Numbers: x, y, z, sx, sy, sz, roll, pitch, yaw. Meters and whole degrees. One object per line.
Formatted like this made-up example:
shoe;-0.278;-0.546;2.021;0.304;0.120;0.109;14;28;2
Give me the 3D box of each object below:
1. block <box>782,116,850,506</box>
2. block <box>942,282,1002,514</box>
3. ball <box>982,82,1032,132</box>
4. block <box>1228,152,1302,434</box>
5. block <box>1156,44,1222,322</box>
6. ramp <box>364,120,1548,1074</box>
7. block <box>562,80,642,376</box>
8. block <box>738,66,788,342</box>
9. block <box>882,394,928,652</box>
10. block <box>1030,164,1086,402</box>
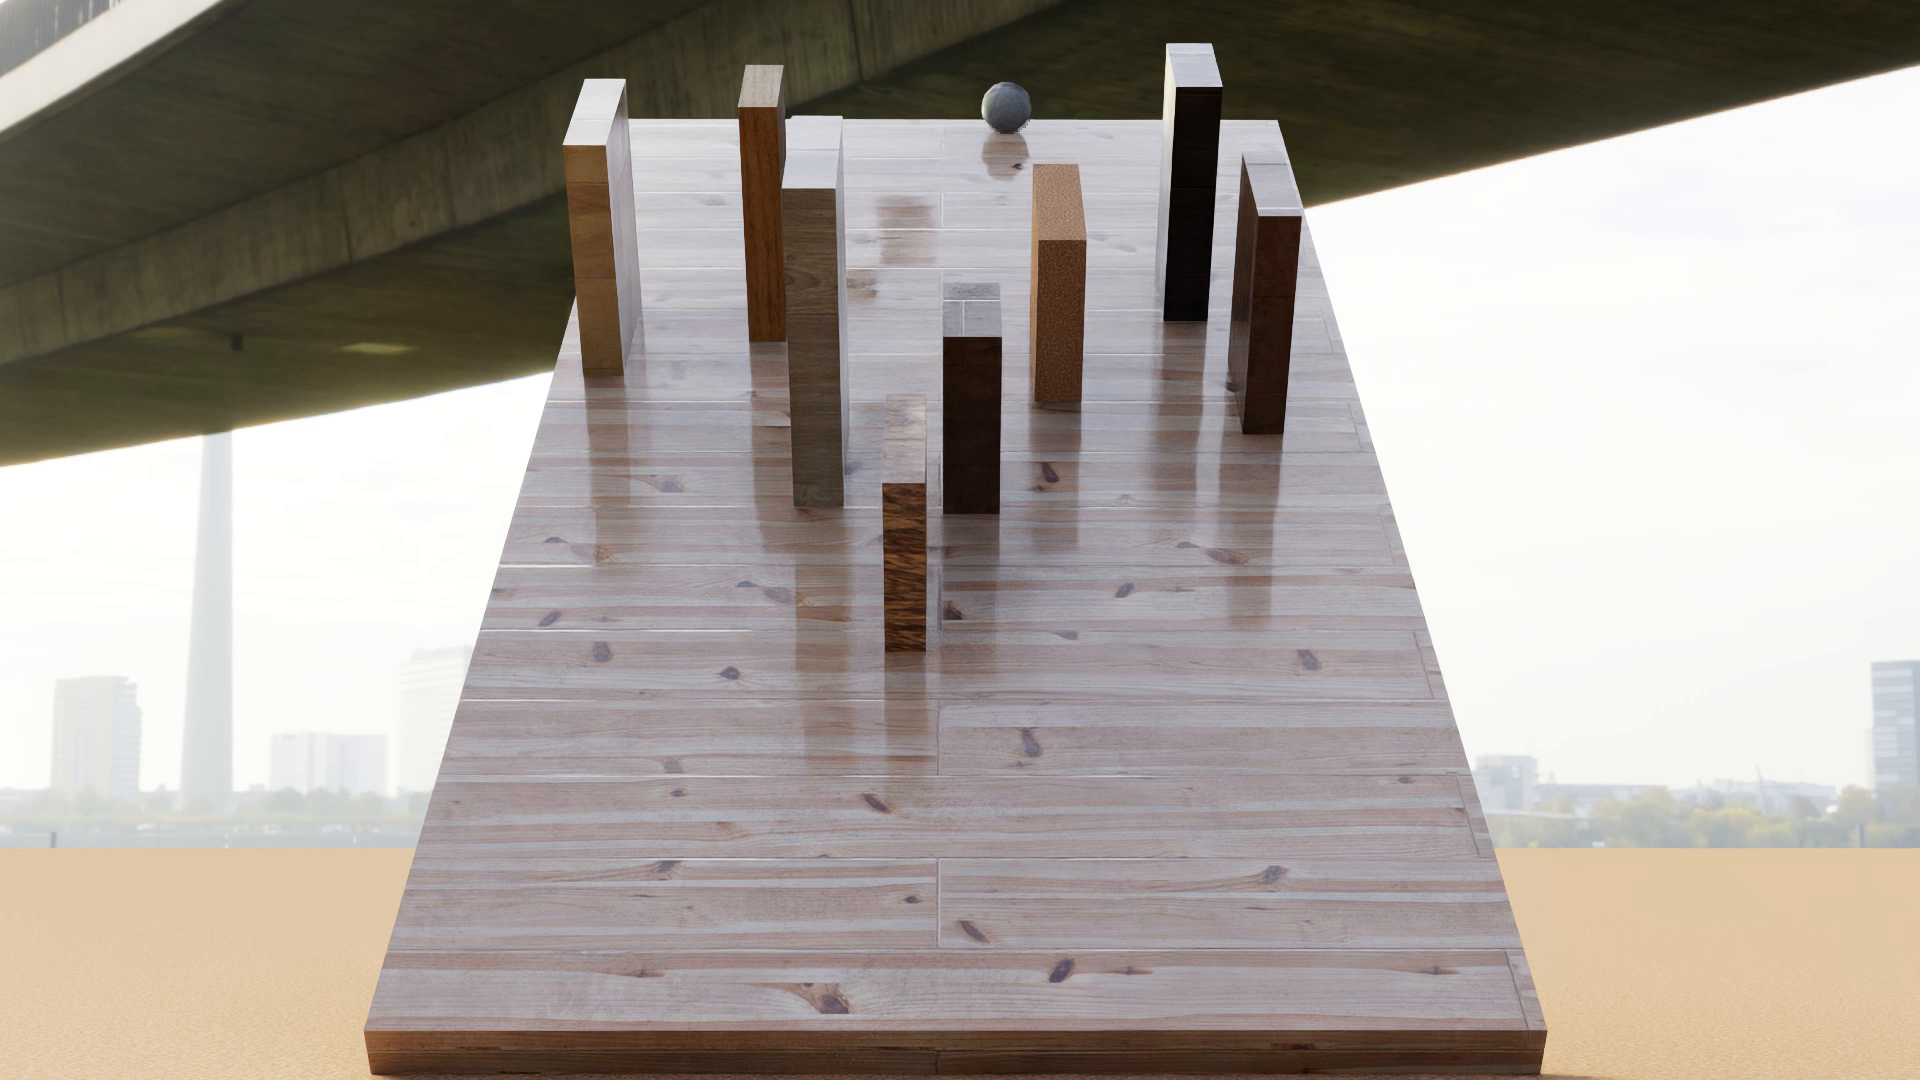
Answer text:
block;-0.322;-0.515;5.537;0.114;0.784;0.399;0;32;0
block;0.026;-0.321;5.543;0.129;0.451;0.266;0;32;0
ball;0.141;-1.313;7.415;0.150;0.150;0.150;0;-7;0
block;0.727;-0.594;5.871;0.098;0.570;0.372;0;32;0
block;0.588;-0.922;6.325;0.115;0.645;0.297;0;32;0
ramp;-0.015;-0.190;5.852;2.000;0.100;4.000;0;32;0
block;-0.889;-0.783;6.118;0.101;0.617;0.420;0;32;0
block;-0.493;-0.852;6.212;0.094;0.638;0.277;0;32;0
block;-0.114;-0.039;5.131;0.085;0.408;0.371;0;32;0
block;0.241;-0.643;6.075;0.114;0.434;0.449;0;32;0
